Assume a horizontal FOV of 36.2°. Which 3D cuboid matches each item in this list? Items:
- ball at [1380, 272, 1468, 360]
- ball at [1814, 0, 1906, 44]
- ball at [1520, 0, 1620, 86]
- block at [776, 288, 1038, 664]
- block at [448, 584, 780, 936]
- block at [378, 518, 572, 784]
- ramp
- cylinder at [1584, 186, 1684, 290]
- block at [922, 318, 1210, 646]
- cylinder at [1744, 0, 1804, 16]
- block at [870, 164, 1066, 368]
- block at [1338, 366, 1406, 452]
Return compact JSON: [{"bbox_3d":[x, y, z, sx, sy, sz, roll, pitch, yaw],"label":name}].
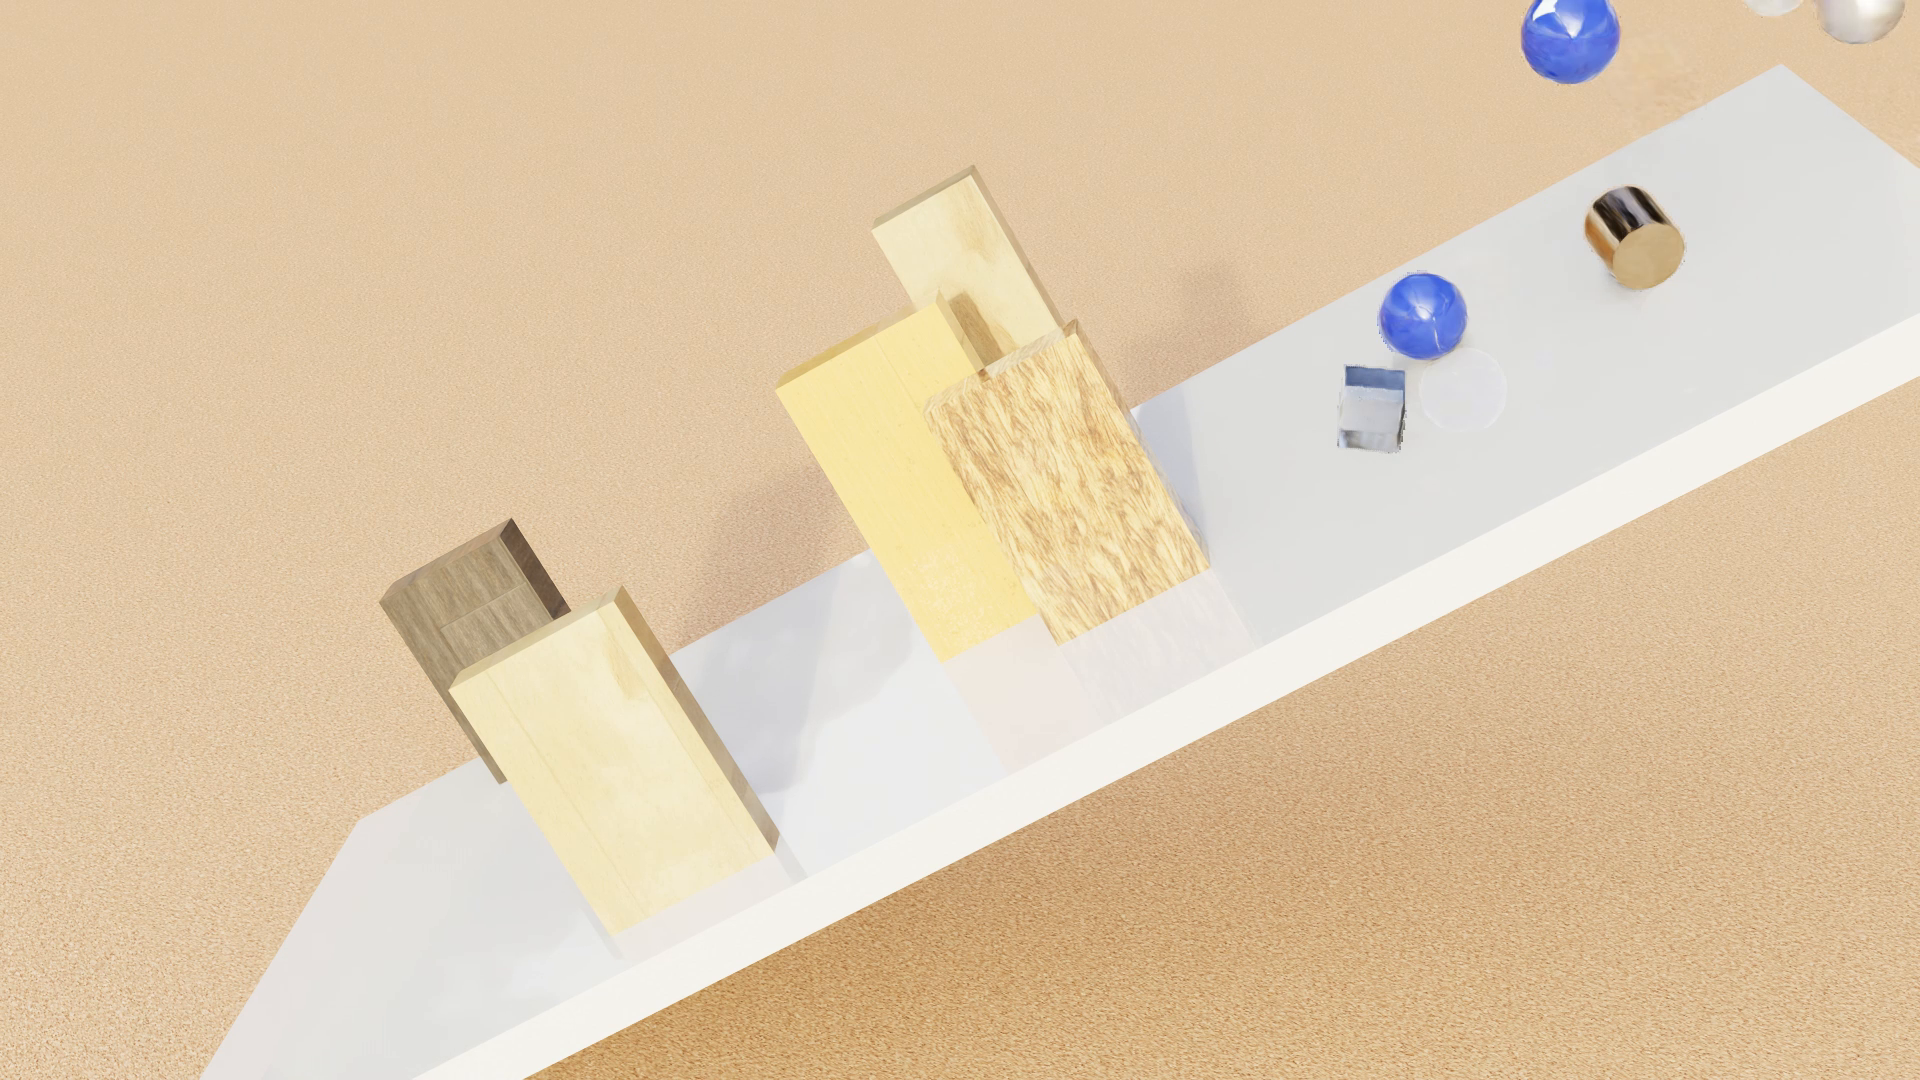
[{"bbox_3d":[0.973,-0.469,6.176,0.184,0.184,0.184,0,18,0],"label":"ball"},{"bbox_3d":[1.756,-1.054,5.740,0.173,0.173,0.173,0,18,0],"label":"ball"},{"bbox_3d":[1.210,-1.001,5.830,0.195,0.195,0.195,0,18,0],"label":"ball"},{"bbox_3d":[-0.042,-0.128,6.078,0.377,0.676,0.119,-28,15,12],"label":"block"},{"bbox_3d":[-0.658,0.426,5.640,0.371,0.584,0.098,-28,15,12],"label":"block"},{"bbox_3d":[-1.105,0.272,7.149,0.347,0.540,0.145,-28,15,12],"label":"block"},{"bbox_3d":[0.142,0.168,6.284,4.000,0.100,2.000,-28,15,12],"label":"ramp"},{"bbox_3d":[1.340,-0.601,5.851,0.150,0.150,0.150,-4,36,-11],"label":"cylinder"},{"bbox_3d":[0.211,-0.112,5.785,0.342,0.542,0.122,-28,15,12],"label":"block"},{"bbox_3d":[1.592,-1.132,5.802,0.149,0.149,0.149,-1,33,-4],"label":"cylinder"},{"bbox_3d":[0.117,-0.411,6.466,0.249,0.797,0.121,-28,15,12],"label":"block"},{"bbox_3d":[0.794,-0.252,5.668,0.114,0.114,0.114,6,36,4],"label":"block"}]
